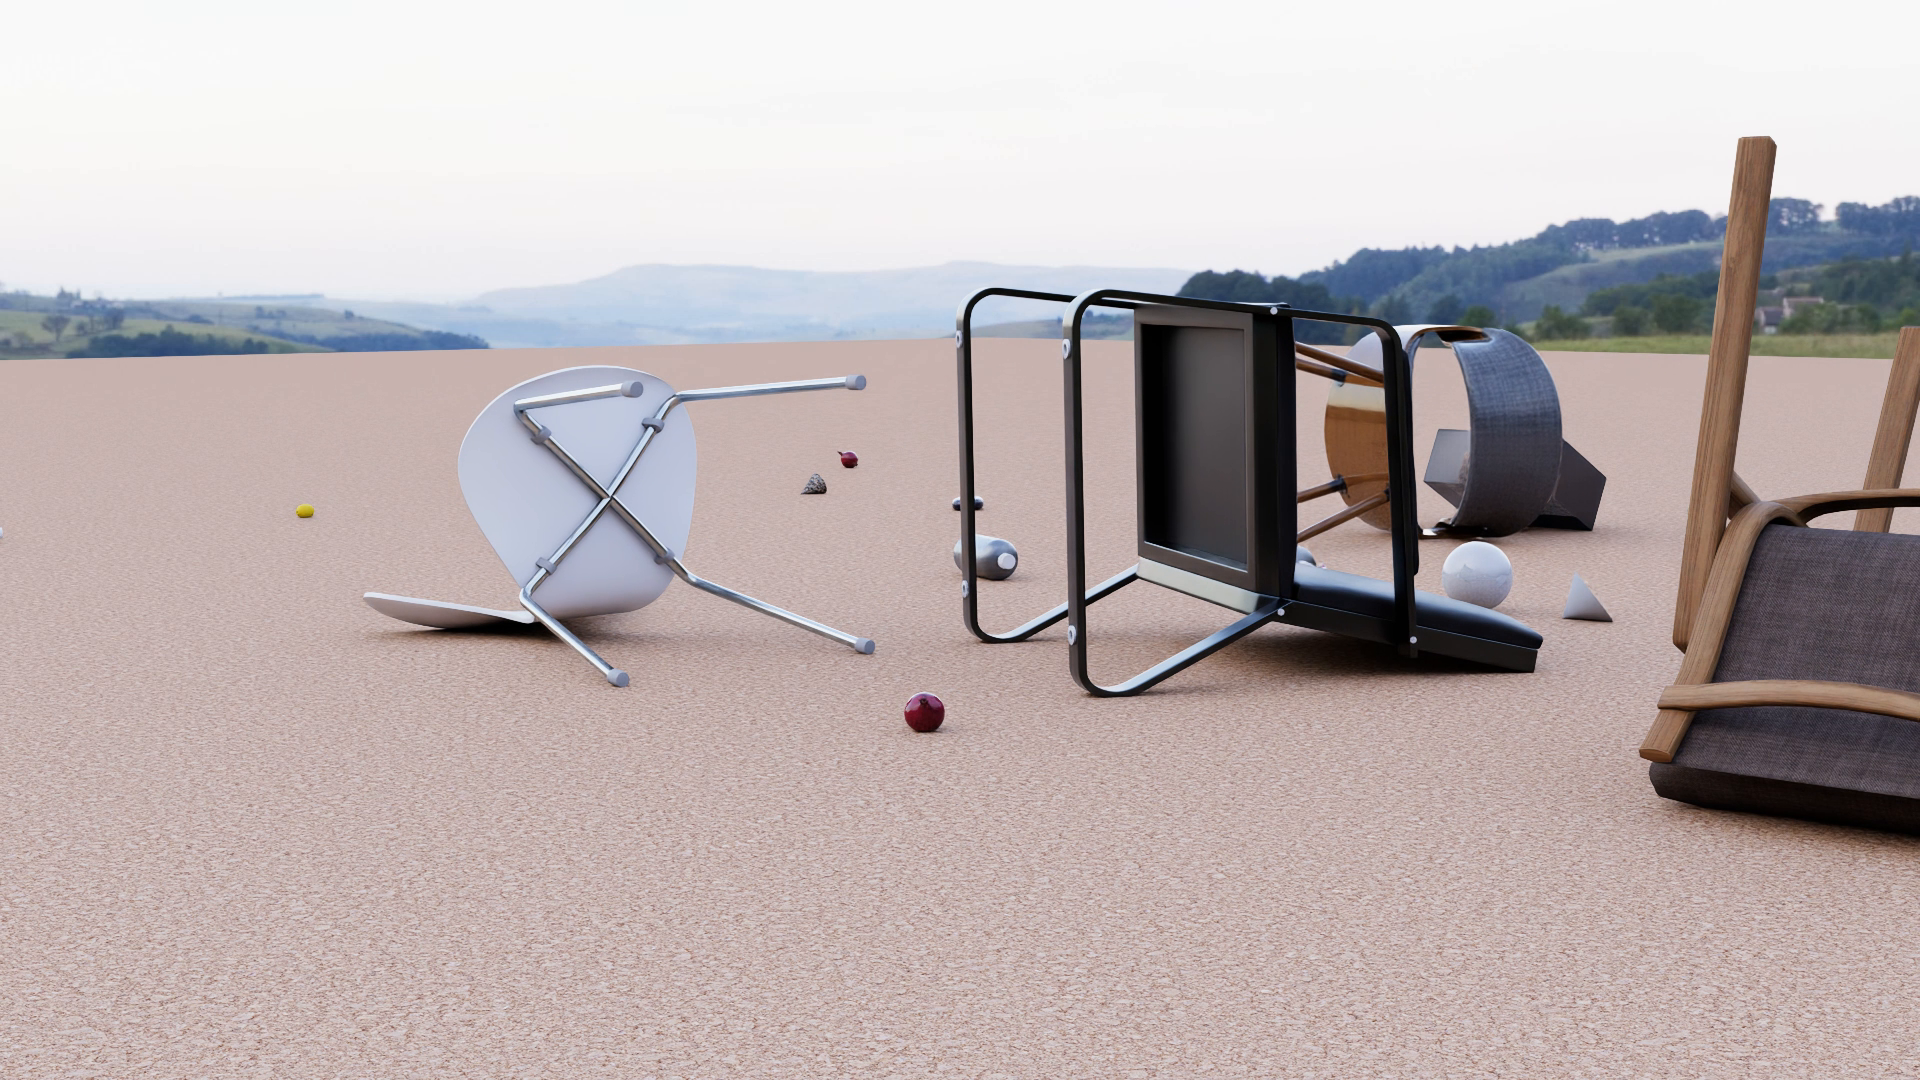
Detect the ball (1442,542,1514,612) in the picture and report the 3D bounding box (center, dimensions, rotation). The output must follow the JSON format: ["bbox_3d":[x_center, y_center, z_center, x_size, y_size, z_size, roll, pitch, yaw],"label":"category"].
[{"bbox_3d":[1.016,0.072,5.038,0.139,0.139,0.139,0,6,0],"label":"ball"}]

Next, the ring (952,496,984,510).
[{"bbox_3d":[0.023,-0.103,7.244,0.087,0.034,0.128,0,7,16],"label":"ring"}]

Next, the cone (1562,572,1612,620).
[{"bbox_3d":[1.190,0.129,4.938,0.074,0.114,0.168,-37,5,10],"label":"cone"}]

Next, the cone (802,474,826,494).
[{"bbox_3d":[-0.454,-0.155,7.761,0.076,0.067,0.070,-32,52,-29],"label":"cone"}]

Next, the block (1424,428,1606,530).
[{"bbox_3d":[1.445,-0.158,6.684,0.357,0.150,0.275,6,-19,43],"label":"block"}]
